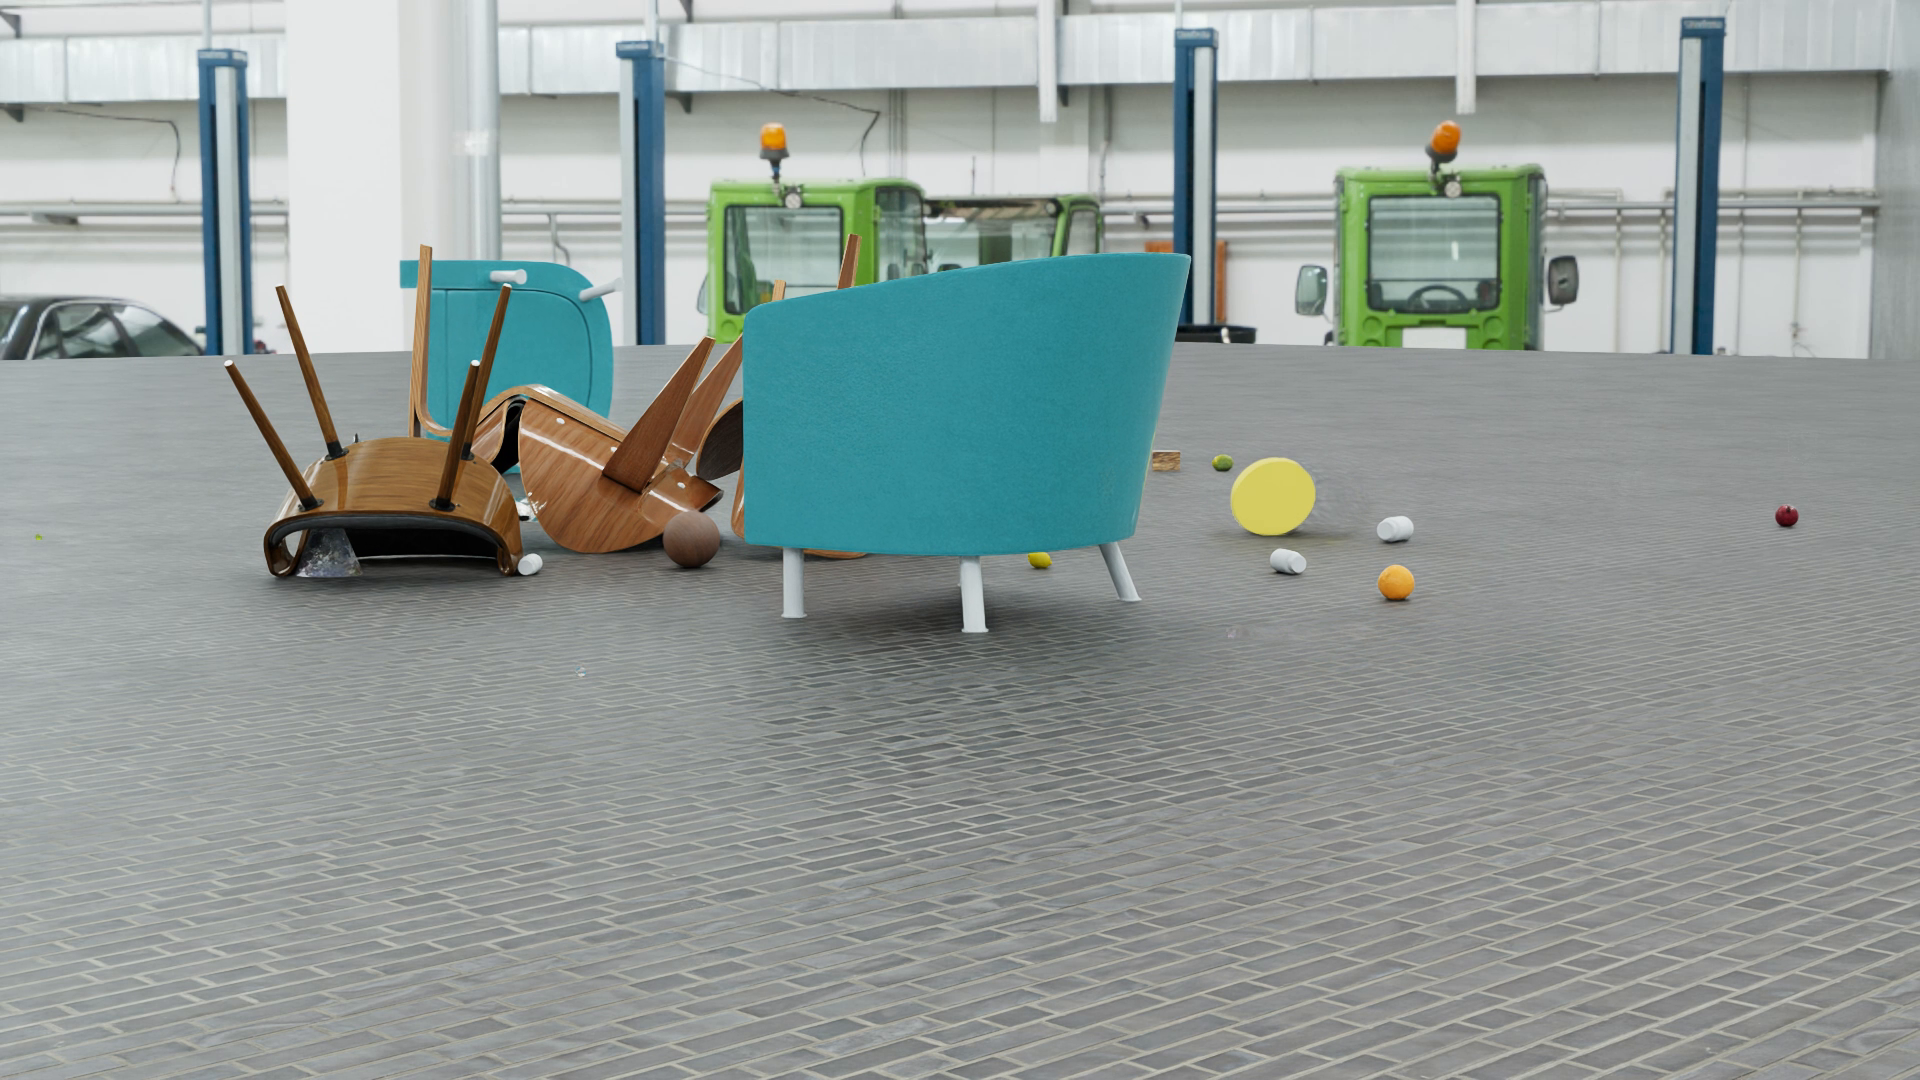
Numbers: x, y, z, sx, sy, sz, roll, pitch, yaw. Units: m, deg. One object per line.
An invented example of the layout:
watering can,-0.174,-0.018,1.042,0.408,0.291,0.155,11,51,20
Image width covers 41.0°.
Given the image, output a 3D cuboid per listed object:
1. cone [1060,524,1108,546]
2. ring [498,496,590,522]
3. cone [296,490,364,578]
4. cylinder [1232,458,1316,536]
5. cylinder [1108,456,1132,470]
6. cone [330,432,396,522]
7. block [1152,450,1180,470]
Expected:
cone,0.300,-0.001,6.294,0.121,0.062,0.050,3,38,16
ring,-1.132,-0.084,6.984,0.250,0.051,0.256,5,9,38
cone,-1.398,-0.017,5.675,0.157,0.185,0.133,3,6,23
cylinder,0.803,-0.113,6.584,0.213,0.181,0.160,-29,4,6
cylinder,0.541,-0.259,8.687,0.075,0.047,0.061,0,19,-10
cone,-1.645,-0.179,7.005,0.206,0.235,0.250,-1,6,-6
block,0.700,-0.270,8.720,0.092,0.064,0.063,0,6,2
